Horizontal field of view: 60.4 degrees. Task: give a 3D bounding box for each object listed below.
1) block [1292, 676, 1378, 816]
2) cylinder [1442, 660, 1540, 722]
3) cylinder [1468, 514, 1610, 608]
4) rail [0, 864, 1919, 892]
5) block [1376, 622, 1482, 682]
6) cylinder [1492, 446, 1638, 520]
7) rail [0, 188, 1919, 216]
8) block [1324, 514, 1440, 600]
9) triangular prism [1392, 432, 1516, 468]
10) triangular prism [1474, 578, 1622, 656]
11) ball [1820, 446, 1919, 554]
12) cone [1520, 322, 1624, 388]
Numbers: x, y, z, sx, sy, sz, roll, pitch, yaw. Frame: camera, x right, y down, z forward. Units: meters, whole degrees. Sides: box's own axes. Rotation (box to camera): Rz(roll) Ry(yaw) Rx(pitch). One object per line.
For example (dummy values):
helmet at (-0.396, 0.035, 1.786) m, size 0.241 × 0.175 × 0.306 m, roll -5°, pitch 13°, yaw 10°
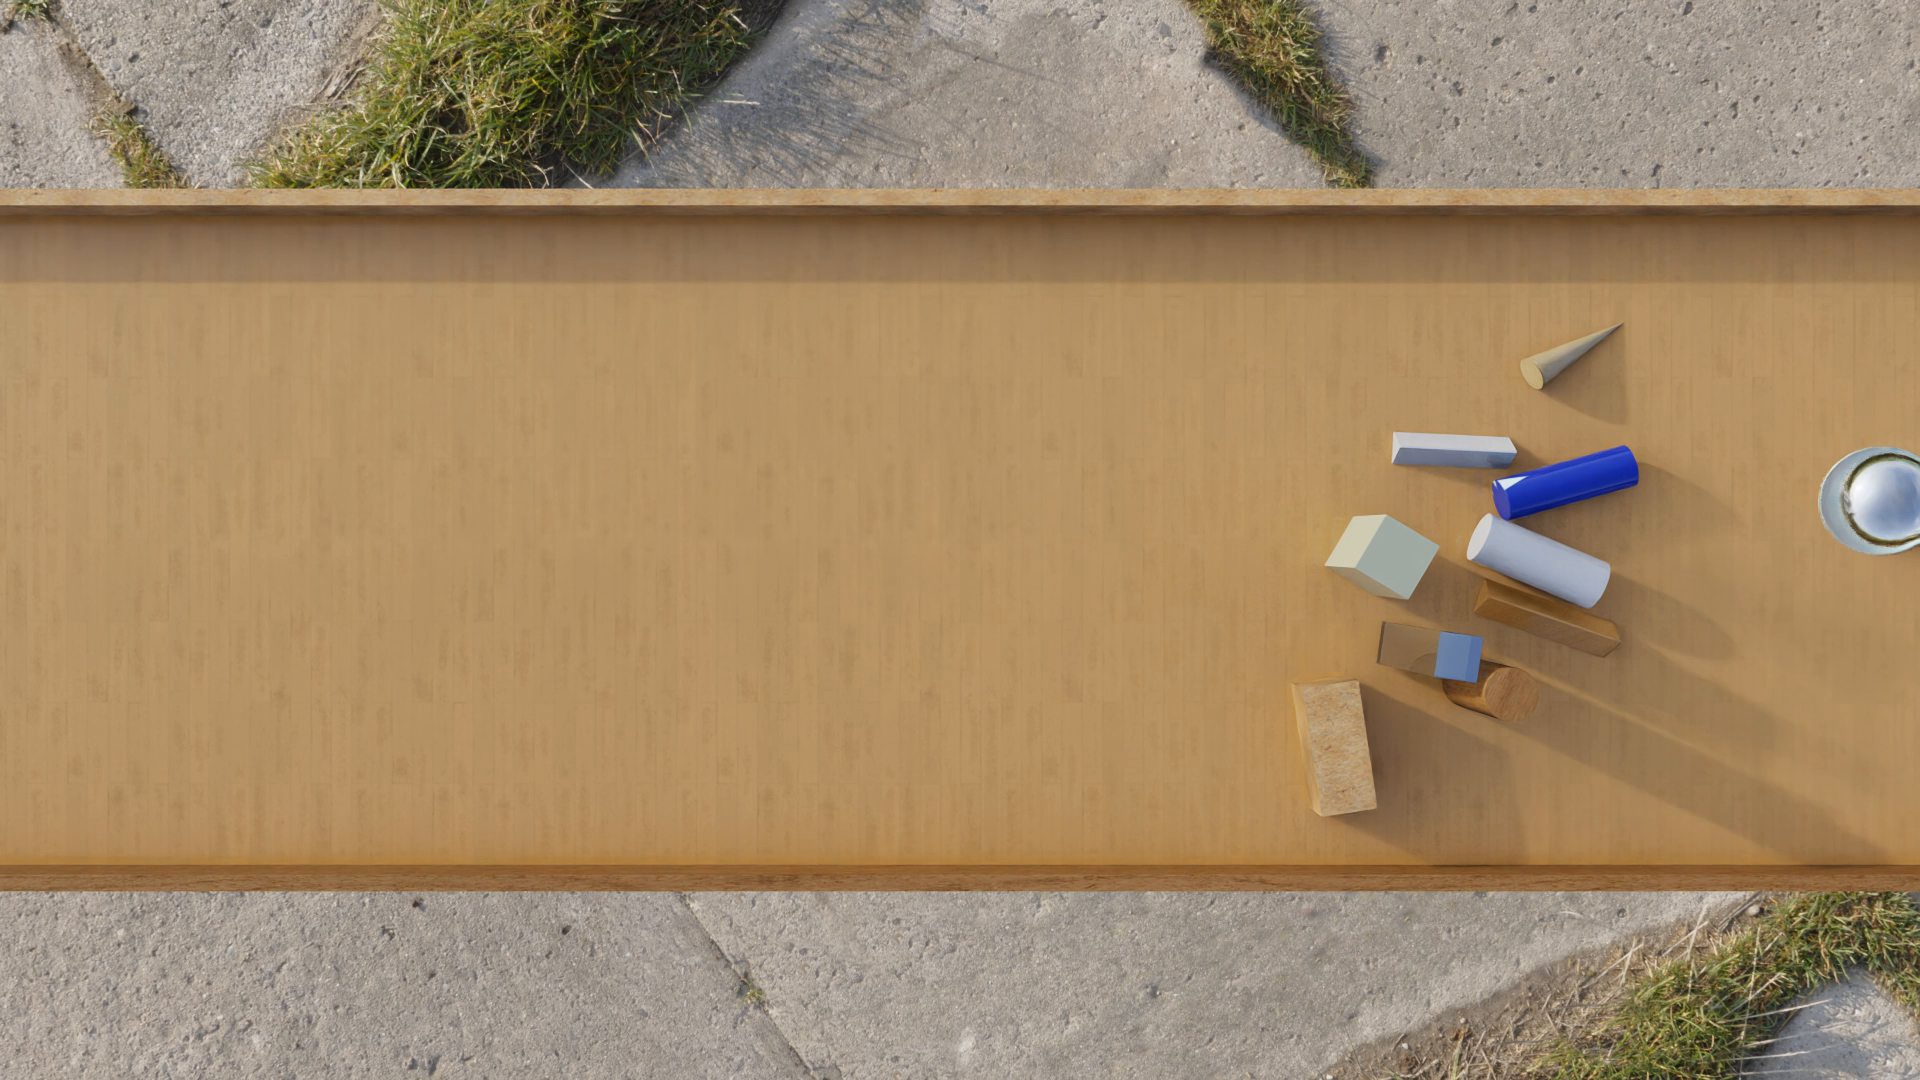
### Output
block at (1.131, 0.620, 4.993) m, size 0.168 × 0.168 × 0.387 m, roll -8°, pitch 90°, yaw 0°
cylinder at (1.562, 0.438, 4.871) m, size 0.155 × 0.410 × 0.155 m, roll 0°, pitch 90°, yaw 0°
cylinder at (1.752, 0.064, 5.000) m, size 0.385 × 0.153 × 0.153 m, roll 23°, pitch 90°, yaw 0°
rail at (-2.247, 1.025, 5.001) m, size 12.000 × 0.150 × 0.050 m, roll 0°, pitch 90°, yaw 0°
block at (1.380, 0.327, 4.865) m, size 0.130 × 0.407 × 0.130 m, roll 8°, pitch 90°, yaw -9°
cylinder at (1.837, -0.173, 5.011) m, size 0.401 × 0.130 × 0.130 m, roll -15°, pitch 90°, yaw 0°
rail at (-2.247, -1.025, 5.002) m, size 12.000 × 0.150 × 0.050 m, roll 0°, pitch 90°, yaw 0°
block at (1.242, 0.048, 4.880) m, size 0.177 × 0.393 × 0.177 m, roll 31°, pitch 90°, yaw 0°
triangular prism at (1.509, -0.275, 5.033) m, size 0.354 × 0.083 × 0.096 m, roll 3°, pitch 90°, yaw 0°
triangular prism at (1.798, 0.240, 5.026) m, size 0.424 × 0.095 × 0.110 m, roll 19°, pitch 90°, yaw 0°
ball at (2.743, -0.118, 4.915) m, size 0.324 × 0.324 × 0.324 m, roll 0°, pitch 90°, yaw 0°
cone at (1.895, -0.590, 5.051) m, size 0.354 × 0.104 × 0.104 m, roll -29°, pitch 90°, yaw -8°
